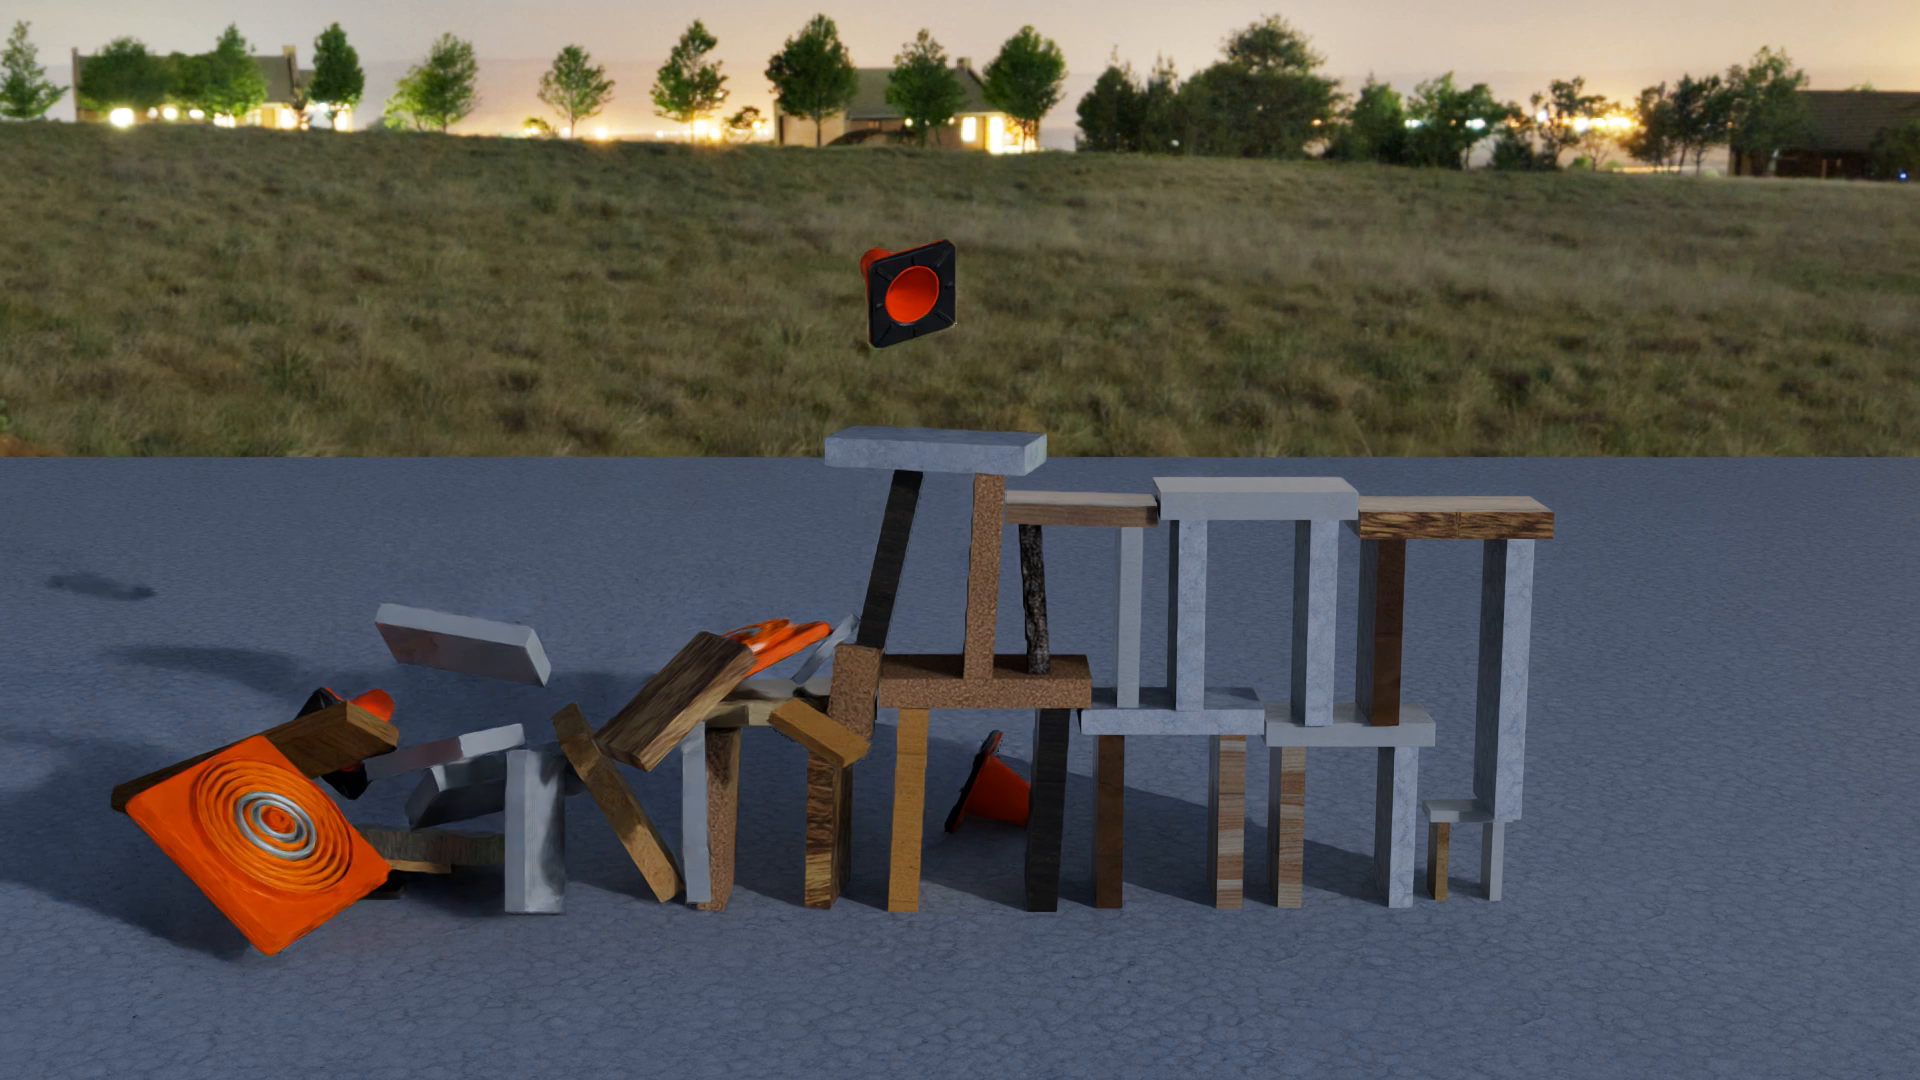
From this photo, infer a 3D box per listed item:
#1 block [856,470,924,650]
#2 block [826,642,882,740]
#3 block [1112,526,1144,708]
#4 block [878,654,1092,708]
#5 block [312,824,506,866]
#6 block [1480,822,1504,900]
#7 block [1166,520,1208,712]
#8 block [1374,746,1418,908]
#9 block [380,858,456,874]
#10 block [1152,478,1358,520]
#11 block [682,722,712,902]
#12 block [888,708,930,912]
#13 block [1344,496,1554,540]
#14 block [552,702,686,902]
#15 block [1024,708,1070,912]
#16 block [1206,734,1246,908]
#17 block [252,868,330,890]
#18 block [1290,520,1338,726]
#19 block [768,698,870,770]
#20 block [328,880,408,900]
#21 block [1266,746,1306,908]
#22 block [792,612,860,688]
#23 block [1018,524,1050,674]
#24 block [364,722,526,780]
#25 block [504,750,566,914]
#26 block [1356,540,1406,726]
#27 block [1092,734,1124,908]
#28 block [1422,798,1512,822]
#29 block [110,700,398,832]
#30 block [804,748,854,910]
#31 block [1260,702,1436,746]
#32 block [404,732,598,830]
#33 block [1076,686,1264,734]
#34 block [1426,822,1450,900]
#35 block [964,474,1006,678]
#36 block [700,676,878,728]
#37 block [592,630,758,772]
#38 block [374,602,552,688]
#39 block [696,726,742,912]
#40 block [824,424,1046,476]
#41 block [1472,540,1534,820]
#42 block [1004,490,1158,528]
[{"bbox_3d":[-0.123,0.056,3.649,0.046,0.373,0.164,13,5,-1],"label":"block"},{"bbox_3d":[-0.170,0.241,3.519,0.072,0.145,0.021,10,12,9],"label":"block"},{"bbox_3d":[0.273,0.114,3.584,0.034,0.295,0.122,1,11,0],"label":"block"},{"bbox_3d":[0.041,0.230,3.598,0.340,0.048,0.170,0,11,0],"label":"block"},{"bbox_3d":[-0.920,0.519,3.753,0.326,0.046,0.163,0,-5,24],"label":"block"},{"bbox_3d":[0.885,0.524,3.656,0.019,0.135,0.068,0,11,0],"label":"block"},{"bbox_3d":[0.368,0.107,3.576,0.044,0.311,0.156,0,11,0],"label":"block"},{"bbox_3d":[0.722,0.456,3.646,0.039,0.273,0.136,0,11,0],"label":"block"},{"bbox_3d":[-0.903,0.544,3.662,0.116,0.016,0.058,5,-9,-4],"label":"block"},{"bbox_3d":[0.472,-0.068,3.544,0.311,0.044,0.156,0,11,0],"label":"block"},{"bbox_3d":[-0.404,0.415,3.373,0.036,0.127,0.254,-3,42,-5],"label":"block"},{"bbox_3d":[-0.083,0.422,3.634,0.048,0.340,0.170,3,11,-1],"label":"block"},{"bbox_3d":[0.785,-0.037,3.549,0.305,0.043,0.153,0,11,0],"label":"block"},{"bbox_3d":[-0.567,0.434,3.649,0.046,0.326,0.163,-31,19,-7],"label":"block"},{"bbox_3d":[0.143,0.422,3.634,0.048,0.340,0.170,3,11,-1],"label":"block"},{"bbox_3d":[0.441,0.445,3.643,0.042,0.294,0.147,0,11,0],"label":"block"},{"bbox_3d":[-1.130,0.573,3.717,0.116,0.016,0.058,-1,11,-3],"label":"block"},{"bbox_3d":[0.576,0.119,3.578,0.044,0.336,0.156,0,11,0],"label":"block"},{"bbox_3d":[-0.218,0.298,3.397,0.145,0.021,0.072,30,26,20],"label":"block"},{"bbox_3d":[-0.986,0.583,3.664,0.116,0.016,0.058,0,11,-1],"label":"block"},{"bbox_3d":[0.540,0.456,3.646,0.039,0.273,0.136,0,11,0],"label":"block"},{"bbox_3d":[-0.221,0.180,3.625,0.021,0.145,0.072,42,-2,-2],"label":"block"},{"bbox_3d":[0.121,0.085,3.578,0.034,0.243,0.122,-4,11,1],"label":"block"},{"bbox_3d":[-0.856,0.352,3.649,0.260,0.037,0.130,-16,-4,38],"label":"block"},{"bbox_3d":[-0.682,0.470,3.535,0.036,0.254,0.127,-6,-12,19],"label":"block"},{"bbox_3d":[0.683,0.135,3.581,0.043,0.305,0.153,0,11,0],"label":"block"},{"bbox_3d":[0.244,0.445,3.643,0.042,0.294,0.147,0,11,0],"label":"block"},{"bbox_3d":[0.840,0.448,3.642,0.135,0.019,0.068,0,11,0],"label":"block"},{"bbox_3d":[-1.193,0.385,3.714,0.500,0.037,0.130,-20,-33,19],"label":"block"},{"bbox_3d":[-0.215,0.441,3.641,0.043,0.301,0.150,4,10,9],"label":"block"},{"bbox_3d":[0.631,0.303,3.617,0.273,0.039,0.136,0,11,0],"label":"block"},{"bbox_3d":[-0.771,0.412,3.774,0.326,0.046,0.163,-9,-24,-36],"label":"block"},{"bbox_3d":[0.342,0.280,3.612,0.294,0.042,0.147,0,11,0],"label":"block"},{"bbox_3d":[0.795,0.524,3.656,0.019,0.135,0.068,0,11,0],"label":"block"},{"bbox_3d":[0.039,0.045,3.563,0.046,0.328,0.164,3,11,-1],"label":"block"},{"bbox_3d":[-0.299,0.266,3.633,0.301,0.043,0.150,-2,9,-14],"label":"block"},{"bbox_3d":[-0.445,0.250,3.443,0.127,0.036,0.254,13,50,47],"label":"block"},{"bbox_3d":[-0.804,0.171,3.564,0.260,0.037,0.130,8,-32,11],"label":"block"},{"bbox_3d":[-0.396,0.443,3.632,0.043,0.301,0.150,4,11,1],"label":"block"},{"bbox_3d":[-0.038,-0.146,3.555,0.328,0.046,0.164,3,11,14],"label":"block"},{"bbox_3d":[0.887,0.212,3.595,0.043,0.462,0.153,0,11,0],"label":"block"},{"bbox_3d":[0.194,-0.051,3.553,0.243,0.034,0.122,1,11,0],"label":"block"}]
